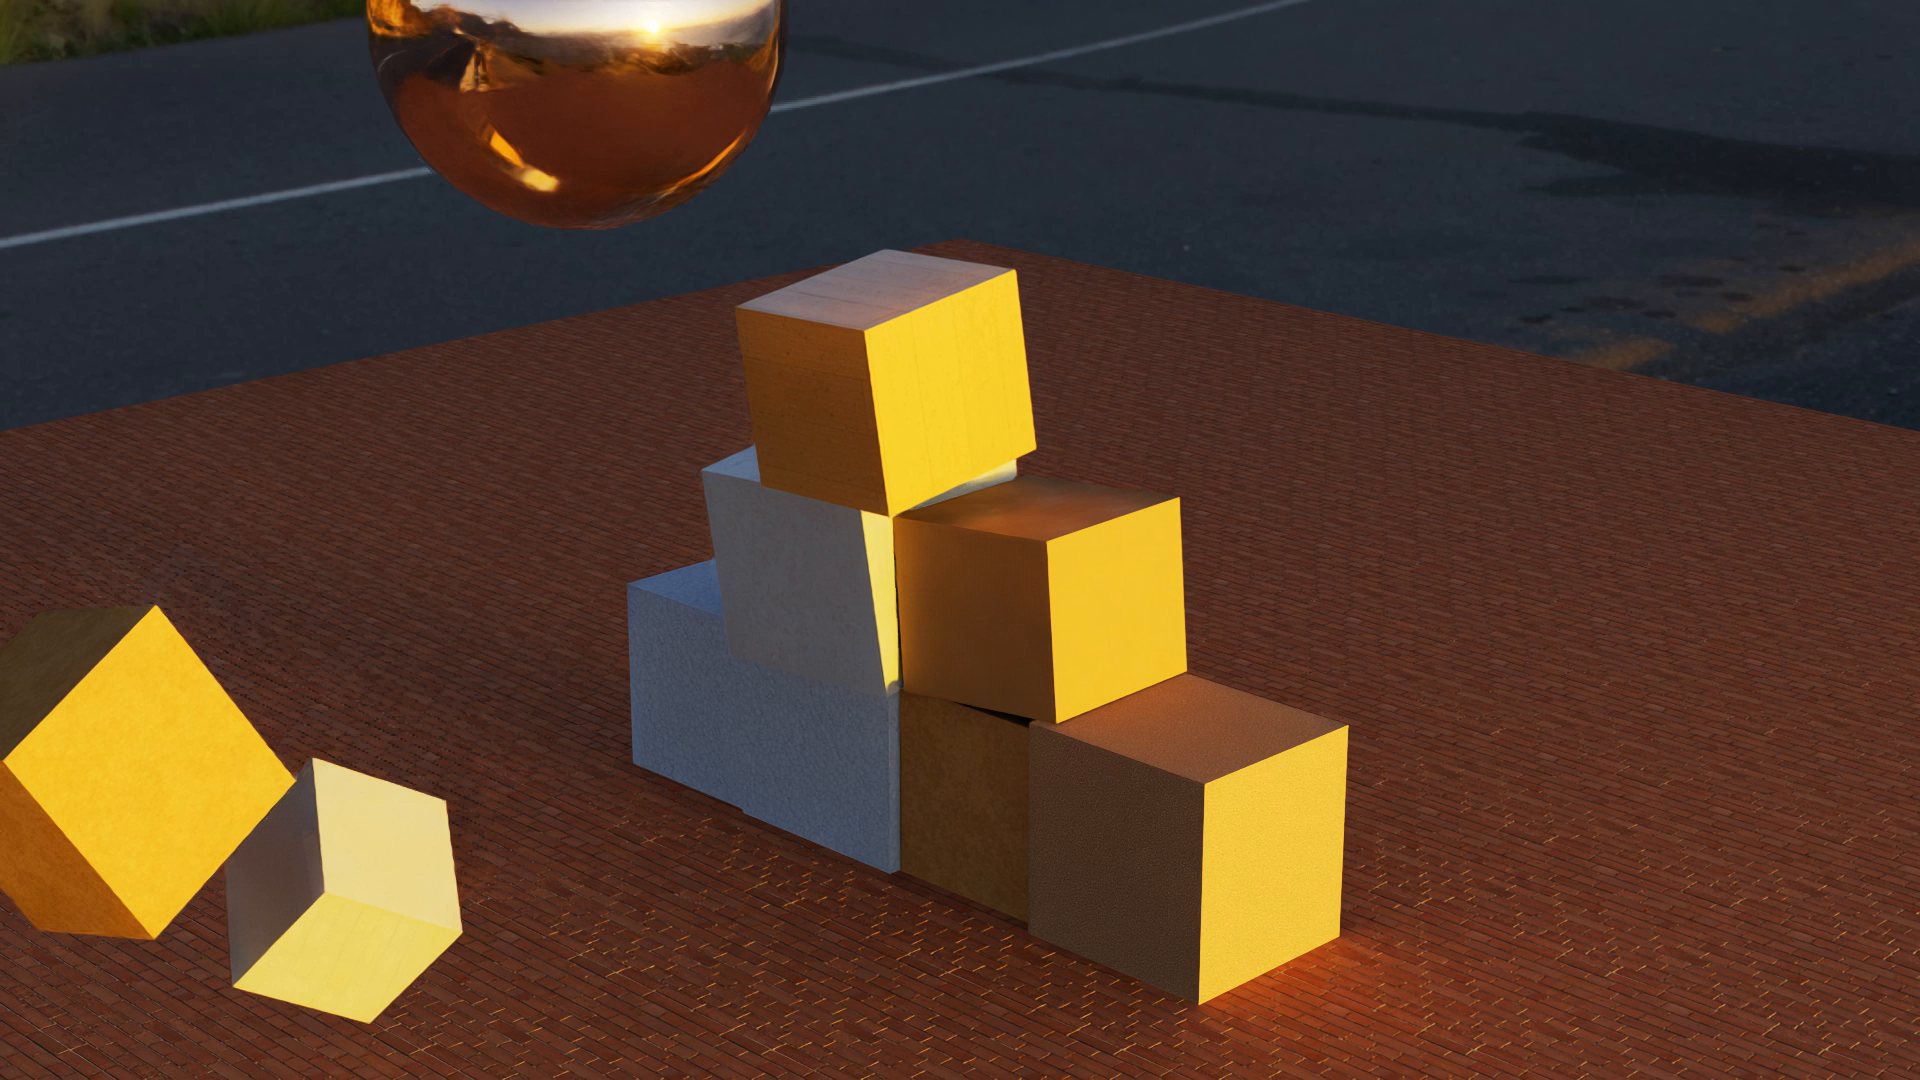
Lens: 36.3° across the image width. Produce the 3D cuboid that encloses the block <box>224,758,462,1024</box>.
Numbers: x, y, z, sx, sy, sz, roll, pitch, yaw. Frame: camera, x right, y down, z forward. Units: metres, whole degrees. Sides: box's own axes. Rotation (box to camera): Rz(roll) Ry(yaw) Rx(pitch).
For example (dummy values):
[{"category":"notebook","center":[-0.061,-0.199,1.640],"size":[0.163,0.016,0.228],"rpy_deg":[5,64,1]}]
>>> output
[{"category":"block","center":[-2.488,1.414,11.794],"size":[0.632,0.667,0.673],"rpy_deg":[24,35,-37]}]

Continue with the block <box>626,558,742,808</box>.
[{"category":"block","center":[-1.044,0.671,14.621],"size":[0.845,0.953,0.860],"rpy_deg":[-17,24,-42]}]

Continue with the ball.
[{"category":"ball","center":[-1.453,-1.984,11.195],"size":[1.600,1.600,1.600],"rpy_deg":[0,17,0]}]

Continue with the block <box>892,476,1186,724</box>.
[{"category":"block","center":[0.361,0.243,13.039],"size":[0.896,0.804,0.900],"rpy_deg":[9,19,42]}]

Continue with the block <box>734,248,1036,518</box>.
[{"category":"block","center":[-0.322,-0.713,12.974],"size":[0.826,0.840,0.927],"rpy_deg":[14,30,43]}]

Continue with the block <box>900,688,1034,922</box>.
[{"category":"block","center":[0.329,1.090,13.344],"size":[0.876,0.919,0.820],"rpy_deg":[16,24,42]}]

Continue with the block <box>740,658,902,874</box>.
[{"category":"block","center":[-0.354,0.907,13.994],"size":[1.026,0.877,0.937],"rpy_deg":[17,24,42]}]

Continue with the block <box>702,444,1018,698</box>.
[{"category":"block","center":[-0.419,0.015,13.593],"size":[1.010,0.934,1.019],"rpy_deg":[12,28,41]}]

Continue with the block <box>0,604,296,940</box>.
[{"category":"block","center":[-3.259,0.870,11.061],"size":[0.813,0.905,0.832],"rpy_deg":[-4,38,43]}]

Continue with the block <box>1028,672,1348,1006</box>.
[{"category":"block","center":[0.978,1.258,12.693],"size":[0.942,0.989,0.985],"rpy_deg":[-17,24,-42]}]
